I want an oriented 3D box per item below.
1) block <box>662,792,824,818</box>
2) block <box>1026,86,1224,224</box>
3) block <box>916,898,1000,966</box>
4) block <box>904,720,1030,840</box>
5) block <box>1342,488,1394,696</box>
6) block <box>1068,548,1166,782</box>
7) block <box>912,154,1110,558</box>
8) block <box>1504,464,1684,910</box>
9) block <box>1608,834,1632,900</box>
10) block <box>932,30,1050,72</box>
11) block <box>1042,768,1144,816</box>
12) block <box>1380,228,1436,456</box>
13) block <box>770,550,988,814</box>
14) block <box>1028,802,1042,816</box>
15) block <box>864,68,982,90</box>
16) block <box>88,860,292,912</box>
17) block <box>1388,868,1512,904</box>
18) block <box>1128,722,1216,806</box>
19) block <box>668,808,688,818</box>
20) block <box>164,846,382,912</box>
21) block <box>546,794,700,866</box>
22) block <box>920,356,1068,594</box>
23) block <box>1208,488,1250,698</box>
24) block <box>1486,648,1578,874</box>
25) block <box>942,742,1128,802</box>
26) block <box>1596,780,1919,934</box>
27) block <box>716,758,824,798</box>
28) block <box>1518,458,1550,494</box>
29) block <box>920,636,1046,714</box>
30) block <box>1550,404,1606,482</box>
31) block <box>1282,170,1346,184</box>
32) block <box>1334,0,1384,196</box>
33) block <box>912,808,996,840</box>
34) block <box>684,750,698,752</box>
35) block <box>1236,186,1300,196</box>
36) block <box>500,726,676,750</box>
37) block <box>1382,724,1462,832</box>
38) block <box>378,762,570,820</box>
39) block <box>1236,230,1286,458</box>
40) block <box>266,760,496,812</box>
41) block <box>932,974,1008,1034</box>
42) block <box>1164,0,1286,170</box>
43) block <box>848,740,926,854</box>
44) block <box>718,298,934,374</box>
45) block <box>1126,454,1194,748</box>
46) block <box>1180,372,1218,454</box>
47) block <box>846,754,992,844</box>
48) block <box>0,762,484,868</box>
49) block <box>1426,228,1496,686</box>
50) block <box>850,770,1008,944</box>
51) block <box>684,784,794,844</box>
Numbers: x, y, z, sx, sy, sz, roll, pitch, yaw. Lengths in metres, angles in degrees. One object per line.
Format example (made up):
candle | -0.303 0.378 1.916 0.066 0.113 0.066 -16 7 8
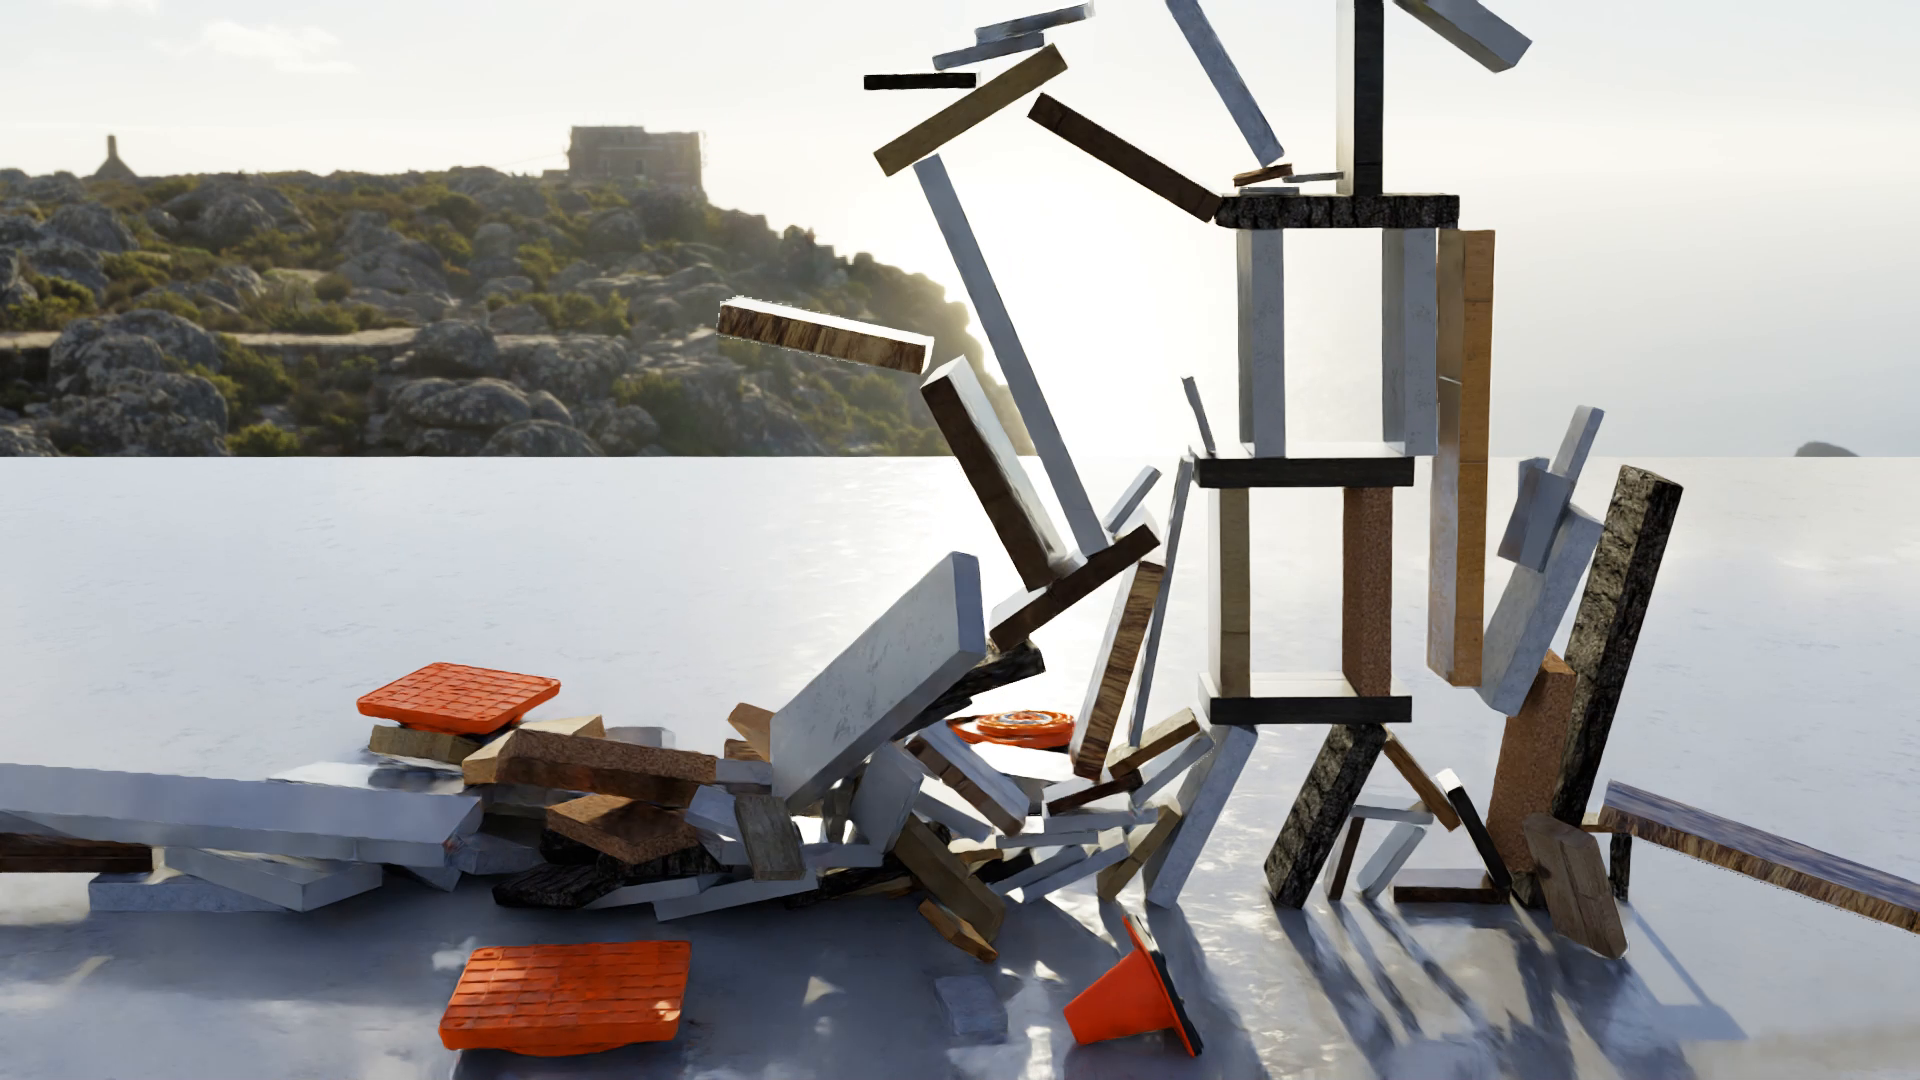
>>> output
block | -0.360 0.495 3.773 0.280 0.140 0.040 2 44 13
block | 0.257 -0.605 3.447 0.325 0.046 0.162 30 14 -5
block | -0.002 0.537 3.011 0.069 0.020 0.139 41 -1 34
block | 0.014 0.385 3.624 0.234 0.033 0.117 41 16 -6
block | 0.661 0.069 3.572 0.048 0.338 0.169 -2 11 -1
block | 0.255 0.196 3.595 0.044 0.370 0.155 16 11 -2
block | 0.080 -0.296 3.506 0.046 0.670 0.162 -24 9 3
block | 1.029 0.240 3.602 0.048 0.721 0.168 13 10 -3
block | 1.097 0.534 3.656 0.016 0.115 0.058 0 11 0
block | 0.048 -0.760 3.407 0.175 0.025 0.087 -11 14 9
block | 0.219 0.407 3.634 0.163 0.023 0.081 -19 10 2
block | 0.715 -0.321 3.505 0.050 0.354 0.177 -2 11 0
block | -0.138 0.231 3.391 0.046 0.163 0.624 12 -33 -27
block | 0.179 0.487 4.126 0.256 0.036 0.128 6 12 30
block | -0.057 -0.719 3.431 0.175 0.025 0.087 0 16 6
block | -1.253 0.568 3.662 0.329 0.047 0.165 0 11 2
block | 0.813 0.576 3.668 0.191 0.027 0.095 1 11 3
block | 0.346 0.369 3.626 0.163 0.023 0.081 -39 9 5
block | -0.436 0.495 3.704 0.305 0.040 0.140 -9 -29 22
block | -1.127 0.528 3.604 0.329 0.047 0.165 10 12 31
block | -0.551 0.466 3.587 0.128 0.036 0.256 -12 16 -40
block | 0.058 -0.109 3.535 0.050 0.369 0.177 -26 9 15
block | 0.436 0.070 3.570 0.048 0.338 0.169 -2 10 0
block | 0.934 0.356 3.608 0.048 0.337 0.168 7 13 -2
block | 0.149 0.444 4.131 0.329 0.047 0.165 6 12 28
block | 1.375 0.531 3.305 0.824 0.033 0.117 19 19 16
block | -0.392 0.463 3.871 0.354 0.177 0.050 2 44 13
block | 0.924 -0.054 3.550 0.022 0.152 0.076 3 -4 -7
block | -0.027 0.225 3.601 0.311 0.044 0.155 -18 14 -7
block | 0.983 -0.141 3.525 0.022 0.152 0.076 21 4 -5
block | 0.555 -0.569 3.450 0.094 0.013 0.047 -4 11 0
block | 0.622 -0.705 3.428 0.046 0.327 0.163 -2 10 0
block | -0.036 0.501 3.887 0.165 0.047 0.329 0 3 23
block | -0.617 0.463 4.238 0.147 0.042 0.294 2 11 8
block | 0.483 -0.549 3.454 0.094 0.013 0.047 0 11 2
block | -0.714 0.393 4.238 0.311 0.044 0.156 -2 -11 3
block | 0.752 0.389 3.629 0.027 0.191 0.095 -39 10 8
block | -0.872 0.463 4.021 0.348 0.049 0.174 4 -15 19
block | 0.479 -0.319 3.502 0.050 0.354 0.177 -2 11 0
block | -1.015 0.443 3.859 0.348 0.049 0.174 4 5 15
block | 0.014 0.670 3.179 0.078 0.022 0.156 -2 11 -12
block | 0.354 -0.816 3.409 0.037 0.528 0.131 -30 6 15
block | -0.118 0.404 3.450 0.025 0.177 0.089 -24 58 -42
block | -0.211 -0.328 3.519 0.327 0.046 0.163 12 10 1
block | 0.324 0.100 3.570 0.018 0.480 0.062 10 12 -1
block | 0.381 -0.204 3.514 0.018 0.124 0.062 -18 9 3
block | -0.076 0.411 3.629 0.268 0.033 0.117 28 7 -9
block | -1.241 0.452 3.643 0.892 0.044 0.156 3 22 11
block | 0.799 -0.135 3.517 0.046 0.718 0.163 -1 9 -3
block | -0.053 0.499 3.477 0.025 0.089 0.326 -31 61 -33
block | -0.345 0.437 3.436 0.156 0.022 0.078 20 28 0
